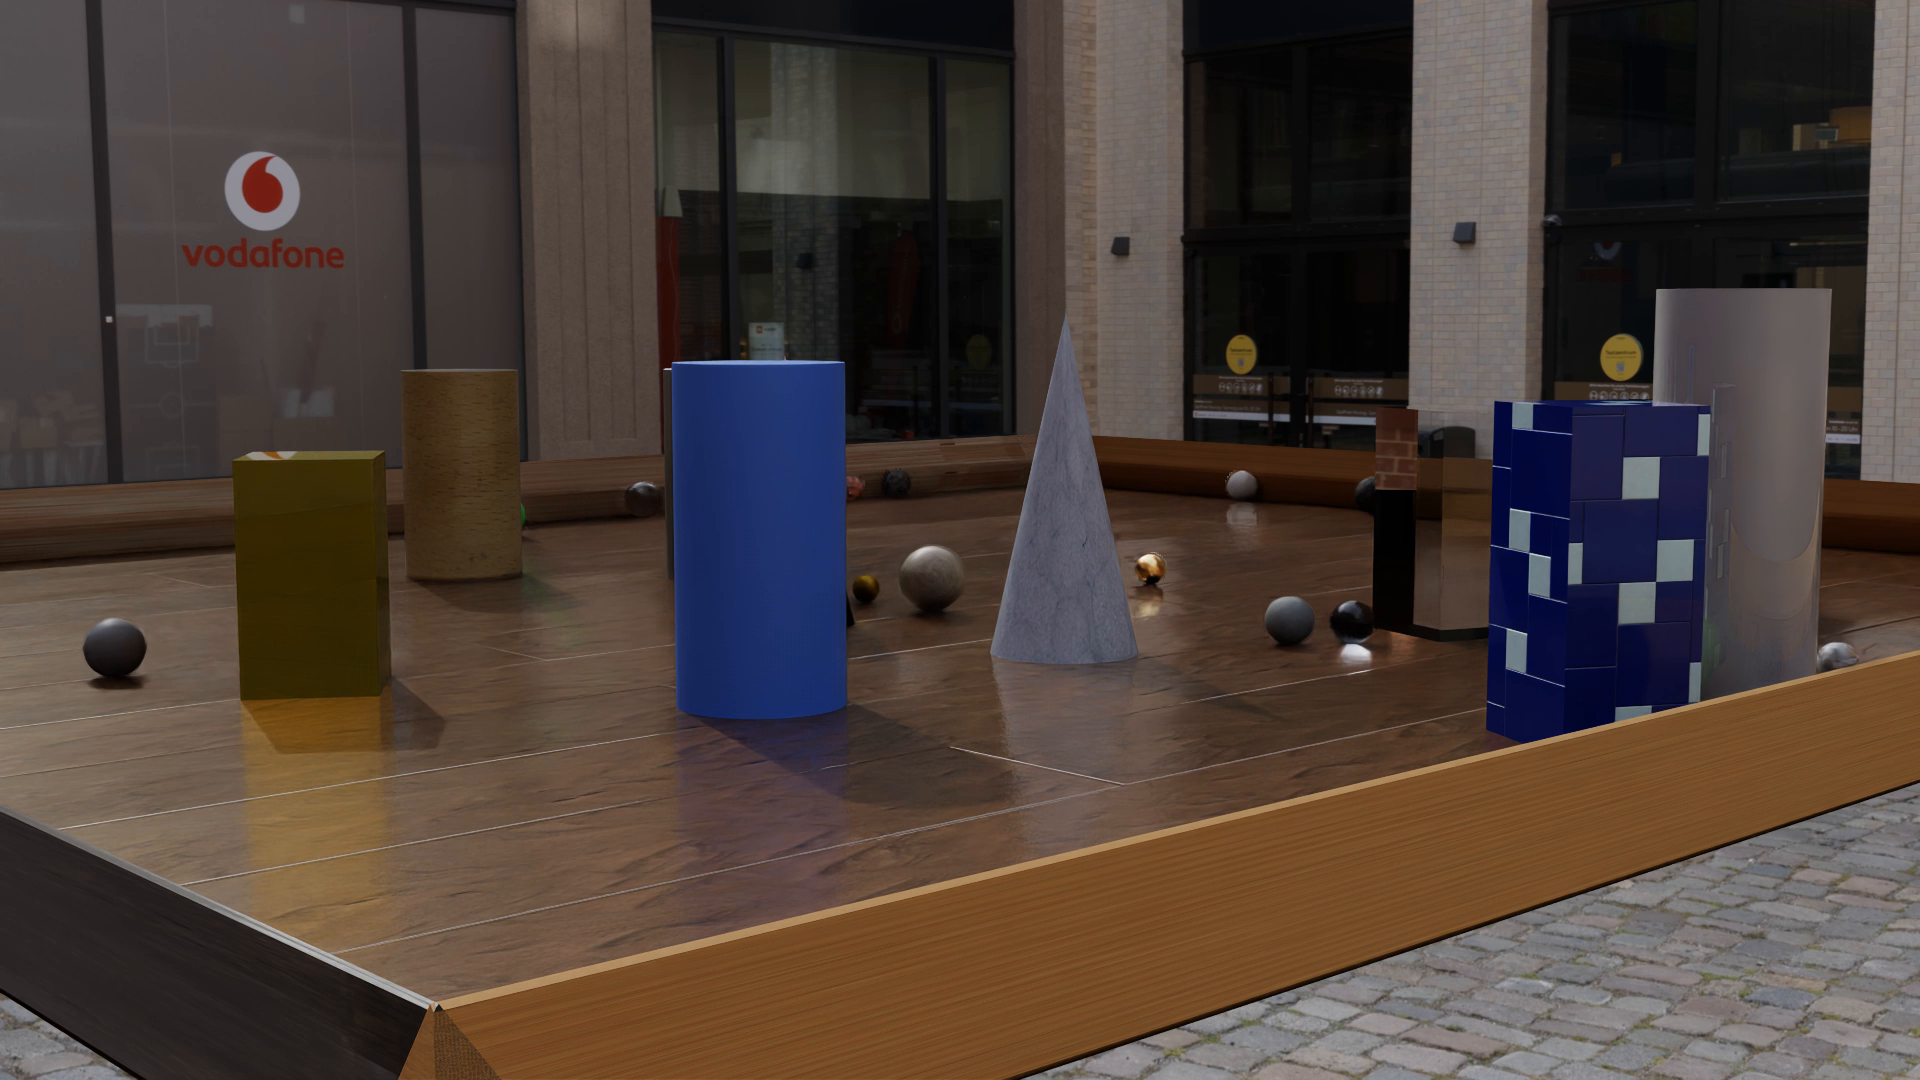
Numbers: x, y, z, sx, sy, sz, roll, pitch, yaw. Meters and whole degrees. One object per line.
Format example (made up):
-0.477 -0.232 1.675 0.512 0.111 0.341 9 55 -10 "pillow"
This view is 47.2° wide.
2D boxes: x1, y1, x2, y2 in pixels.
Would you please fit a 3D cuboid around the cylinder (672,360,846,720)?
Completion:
-0.224 -0.006 2.469 0.193 0.385 0.193 0 6 0 "cylinder"

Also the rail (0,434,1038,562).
-1.034 -0.085 4.447 3.516 0.125 0.045 -6 8 -42 "rail"

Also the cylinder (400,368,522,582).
-0.834 -0.112 3.681 0.193 0.342 0.193 0 6 0 "cylinder"

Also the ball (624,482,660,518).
-0.679 -0.086 4.701 0.077 0.077 0.077 0 6 0 "ball"

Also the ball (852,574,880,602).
-0.143 0.074 3.344 0.042 0.042 0.042 0 6 0 "ball"

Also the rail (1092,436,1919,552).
1.274 -0.090 4.502 0.045 0.125 3.098 -6 8 -42 "rail"

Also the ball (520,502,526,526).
-0.893 -0.047 4.317 0.080 0.080 0.080 0 6 0 "ball"

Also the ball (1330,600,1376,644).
0.522 0.109 2.924 0.060 0.060 0.060 0 6 0 "ball"

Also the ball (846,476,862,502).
-0.255 -0.120 5.107 0.059 0.059 0.059 0 6 0 "ball"

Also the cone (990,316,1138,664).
0.135 -0.073 2.841 0.193 0.440 0.193 0 6 0 "cone"

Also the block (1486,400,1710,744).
0.653 0.034 2.263 0.154 0.349 0.154 -2 6 -15 "block"

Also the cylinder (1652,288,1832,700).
0.908 -0.059 2.575 0.193 0.467 0.193 0 6 0 "cylinder"

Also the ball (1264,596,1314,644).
0.438 0.106 2.926 0.065 0.065 0.065 0 6 0 "ball"

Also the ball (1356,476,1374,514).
0.904 -0.098 4.793 0.082 0.082 0.082 0 6 0 "ball"

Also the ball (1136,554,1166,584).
0.309 0.047 3.568 0.048 0.048 0.048 0 6 0 "ball"

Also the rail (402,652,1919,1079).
1.034 0.150 2.217 3.516 0.125 0.045 -6 8 -42 "rail"

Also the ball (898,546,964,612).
-0.042 0.058 3.242 0.096 0.096 0.096 0 6 0 "ball"

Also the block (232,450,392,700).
-0.758 0.037 2.584 0.154 0.274 0.154 -1 6 -9 "block"

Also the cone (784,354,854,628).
-0.246 -0.071 3.104 0.193 0.381 0.193 0 6 0 "cone"

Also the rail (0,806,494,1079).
-1.274 0.156 2.162 0.045 0.125 3.098 -6 8 -42 "rail"

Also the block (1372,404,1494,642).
0.680 -0.027 3.033 0.154 0.309 0.154 -3 7 -24 "block"

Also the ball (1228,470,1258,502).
0.655 -0.125 5.100 0.071 0.071 0.071 0 6 0 "ball"

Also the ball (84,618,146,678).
-1.024 0.131 2.664 0.072 0.072 0.072 0 6 0 "ball"

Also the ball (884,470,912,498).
-0.149 -0.134 5.203 0.067 0.067 0.067 0 6 0 "ball"

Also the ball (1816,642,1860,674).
1.051 0.146 2.632 0.048 0.048 0.048 0 6 0 "ball"

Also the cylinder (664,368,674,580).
-0.394 -0.111 3.657 0.193 0.345 0.193 0 6 0 "cylinder"

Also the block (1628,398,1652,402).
1.081 -0.055 3.303 0.154 0.306 0.154 2 6 15 "block"
